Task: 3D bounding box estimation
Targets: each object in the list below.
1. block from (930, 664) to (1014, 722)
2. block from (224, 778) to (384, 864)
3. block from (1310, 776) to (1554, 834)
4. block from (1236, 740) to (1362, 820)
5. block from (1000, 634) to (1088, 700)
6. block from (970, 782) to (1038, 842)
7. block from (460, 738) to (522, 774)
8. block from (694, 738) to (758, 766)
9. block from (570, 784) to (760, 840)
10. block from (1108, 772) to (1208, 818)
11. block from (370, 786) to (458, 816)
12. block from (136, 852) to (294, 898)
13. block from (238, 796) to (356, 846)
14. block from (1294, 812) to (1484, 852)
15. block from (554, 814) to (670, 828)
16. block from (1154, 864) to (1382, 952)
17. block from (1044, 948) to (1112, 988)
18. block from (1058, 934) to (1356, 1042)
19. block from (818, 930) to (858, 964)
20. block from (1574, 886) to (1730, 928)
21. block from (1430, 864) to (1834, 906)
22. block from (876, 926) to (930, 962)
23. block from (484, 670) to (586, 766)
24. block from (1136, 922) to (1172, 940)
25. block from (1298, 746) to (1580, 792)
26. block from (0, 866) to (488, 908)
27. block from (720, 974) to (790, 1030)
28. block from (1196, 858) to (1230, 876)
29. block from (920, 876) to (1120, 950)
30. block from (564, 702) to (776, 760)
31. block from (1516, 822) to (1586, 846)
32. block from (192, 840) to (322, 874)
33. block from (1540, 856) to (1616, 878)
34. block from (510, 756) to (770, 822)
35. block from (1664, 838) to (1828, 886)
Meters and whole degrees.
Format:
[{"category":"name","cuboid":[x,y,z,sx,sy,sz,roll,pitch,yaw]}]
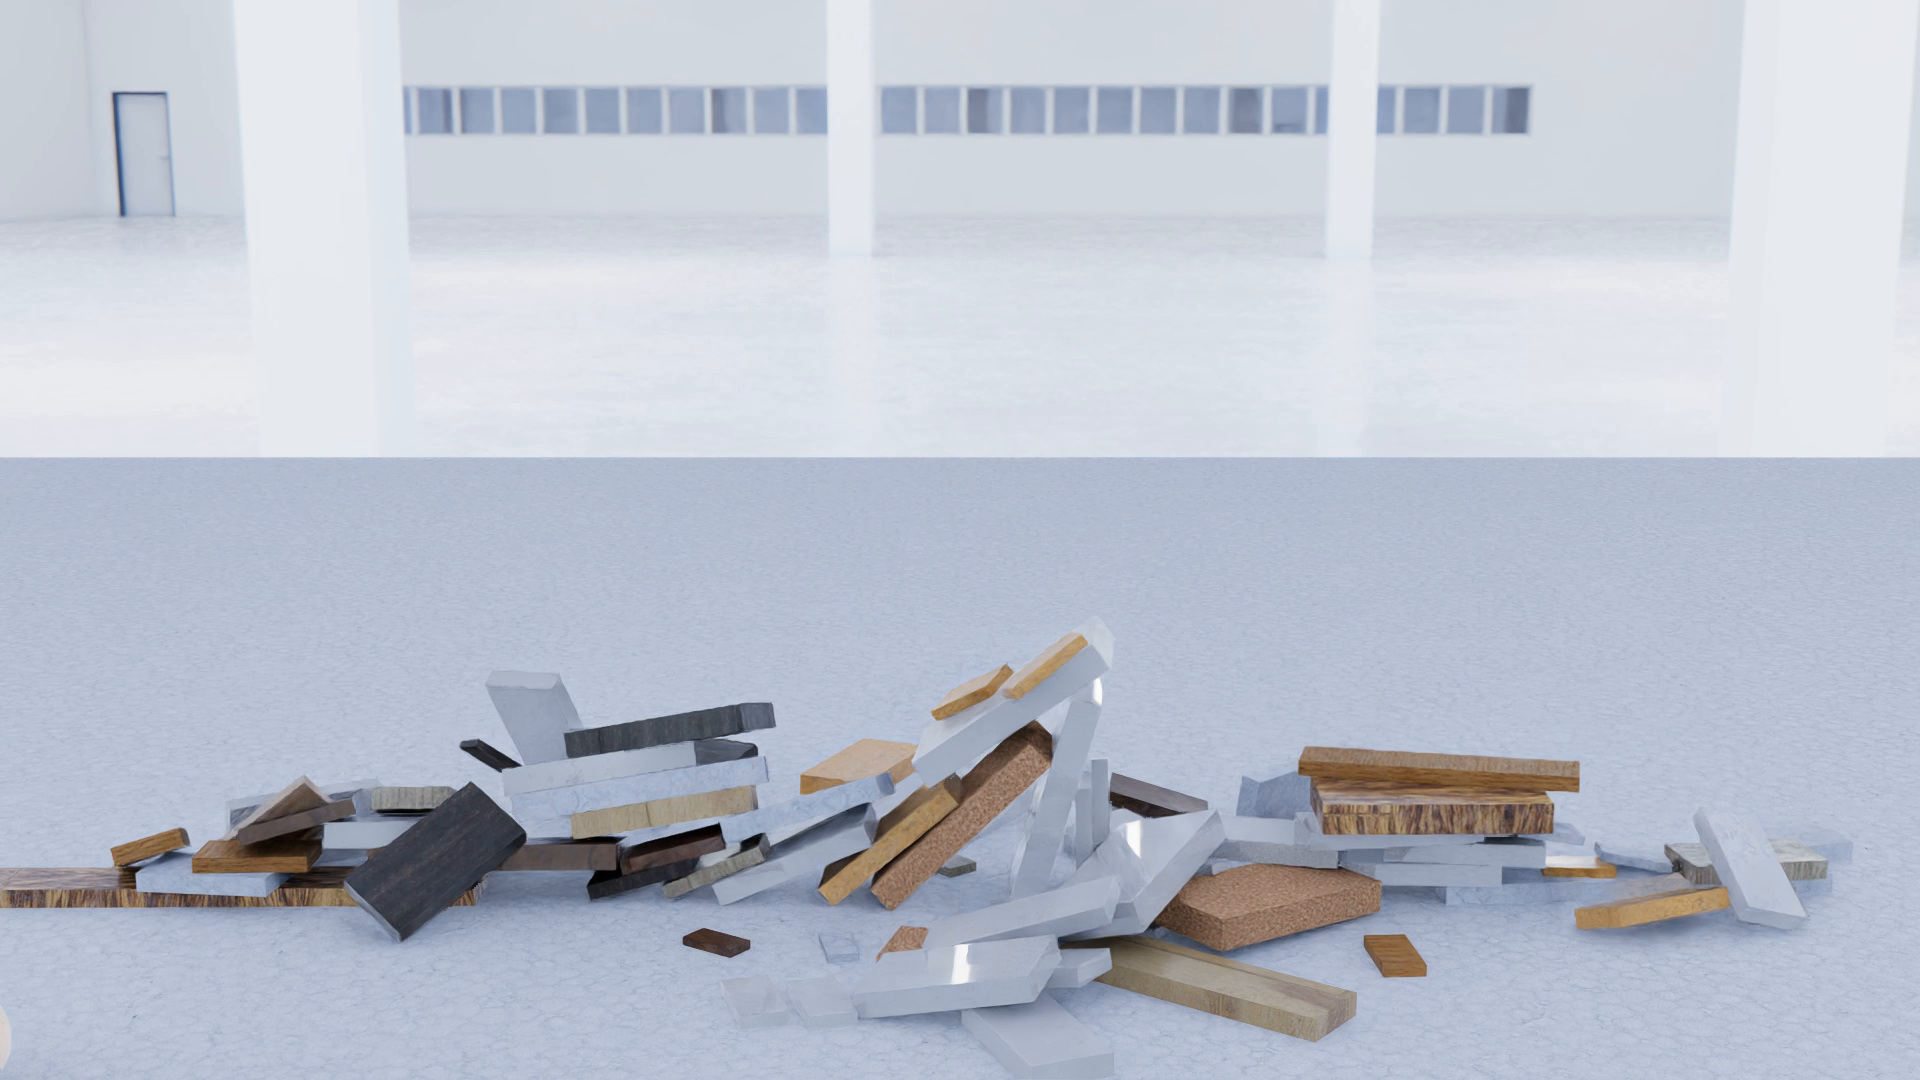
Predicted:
[{"category":"block","cuboid":[0.020,0.256,3.685,0.146,0.021,0.073,-29,10,45]},{"category":"block","cuboid":[-1.131,0.497,3.802,0.261,0.130,0.037,-6,21,-31]},{"category":"block","cuboid":[0.773,0.433,3.627,0.368,0.050,0.178,-1,11,2]},{"category":"block","cuboid":[0.611,0.462,3.974,0.313,0.136,0.039,-10,25,-44]},{"category":"block","cuboid":[0.133,0.201,3.506,0.146,0.021,0.073,-38,7,-12]},{"category":"block","cuboid":[0.029,0.495,4.074,0.136,0.039,0.273,5,11,28]},{"category":"block","cuboid":[-0.741,0.435,3.878,0.049,0.014,0.334,-9,-38,42]},{"category":"block","cuboid":[-0.555,0.432,4.341,0.280,0.040,0.140,6,23,28]},{"category":"block","cuboid":[-0.493,0.456,3.689,0.295,0.042,0.148,-9,-5,-1]},{"category":"block","cuboid":[0.361,0.481,4.030,0.184,0.026,0.092,17,17,3]},{"category":"block","cuboid":[-0.910,0.472,3.834,0.130,0.037,0.301,-2,-16,5]},{"category":"block","cuboid":[-1.227,0.551,3.625,0.221,0.031,0.110,1,11,7]},{"category":"block","cuboid":[-1.093,0.464,3.631,0.185,0.026,0.093,-15,-1,-15]},{"category":"block","cuboid":[0.707,0.475,3.631,0.290,0.031,0.109,-2,11,-5]},{"category":"block","cuboid":[-0.637,0.492,4.103,0.245,0.035,0.122,3,11,16]},{"category":"block","cuboid":[0.486,0.576,3.519,0.355,0.050,0.178,-5,12,-37]},{"category":"block","cuboid":[0.105,0.630,3.229,0.211,0.030,0.105,-8,1,31]},{"category":"block","cuboid":[0.357,0.651,3.246,0.443,0.035,0.122,8,13,37]},{"category":"block","cuboid":[-0.189,0.631,3.411,0.049,0.014,0.097,-2,11,-11]},{"category":"block","cuboid":[1.104,0.586,3.507,0.219,0.031,0.109,-5,-8,-24]},{"category":"block","cuboid":[1.122,0.568,3.697,0.660,0.033,0.115,-1,11,-5]},{"category":"block","cuboid":[-0.076,0.631,3.391,0.071,0.020,0.142,3,11,14]},{"category":"block","cuboid":[-0.791,0.361,4.200,0.140,0.280,0.040,2,45,18]},{"category":"block","cuboid":[0.272,0.609,3.514,0.130,0.018,0.065,7,13,34]},{"category":"block","cuboid":[0.802,0.383,3.685,0.456,0.026,0.092,2,11,16]},{"category":"block","cuboid":[-1.230,0.576,3.657,0.867,0.031,0.110,0,11,-1]},{"category":"block","cuboid":[-0.298,0.669,3.188,0.071,0.020,0.142,-3,11,-17]},{"category":"block","cuboid":[0.375,0.534,3.599,0.116,0.016,0.058,-5,0,34]},{"category":"block","cuboid":[0.090,0.578,3.319,0.301,0.030,0.105,-17,13,17]},{"category":"block","cuboid":[-0.493,0.325,3.751,0.320,0.045,0.160,-10,-6,14]},{"category":"block","cuboid":[0.964,0.478,3.627,0.117,0.017,0.059,9,13,-10]},{"category":"block","cuboid":[-1.158,0.521,3.626,0.185,0.026,0.093,0,11,-2]},{"category":"block","cuboid":[1.031,0.547,3.678,0.117,0.017,0.059,1,11,4]},{"category":"block","cuboid":[-0.535,0.421,3.716,0.420,0.045,0.160,-9,-5,-5]},{"category":"block","cuboid":[1.314,0.538,3.681,0.230,0.033,0.115,-1,11,-7]}]
